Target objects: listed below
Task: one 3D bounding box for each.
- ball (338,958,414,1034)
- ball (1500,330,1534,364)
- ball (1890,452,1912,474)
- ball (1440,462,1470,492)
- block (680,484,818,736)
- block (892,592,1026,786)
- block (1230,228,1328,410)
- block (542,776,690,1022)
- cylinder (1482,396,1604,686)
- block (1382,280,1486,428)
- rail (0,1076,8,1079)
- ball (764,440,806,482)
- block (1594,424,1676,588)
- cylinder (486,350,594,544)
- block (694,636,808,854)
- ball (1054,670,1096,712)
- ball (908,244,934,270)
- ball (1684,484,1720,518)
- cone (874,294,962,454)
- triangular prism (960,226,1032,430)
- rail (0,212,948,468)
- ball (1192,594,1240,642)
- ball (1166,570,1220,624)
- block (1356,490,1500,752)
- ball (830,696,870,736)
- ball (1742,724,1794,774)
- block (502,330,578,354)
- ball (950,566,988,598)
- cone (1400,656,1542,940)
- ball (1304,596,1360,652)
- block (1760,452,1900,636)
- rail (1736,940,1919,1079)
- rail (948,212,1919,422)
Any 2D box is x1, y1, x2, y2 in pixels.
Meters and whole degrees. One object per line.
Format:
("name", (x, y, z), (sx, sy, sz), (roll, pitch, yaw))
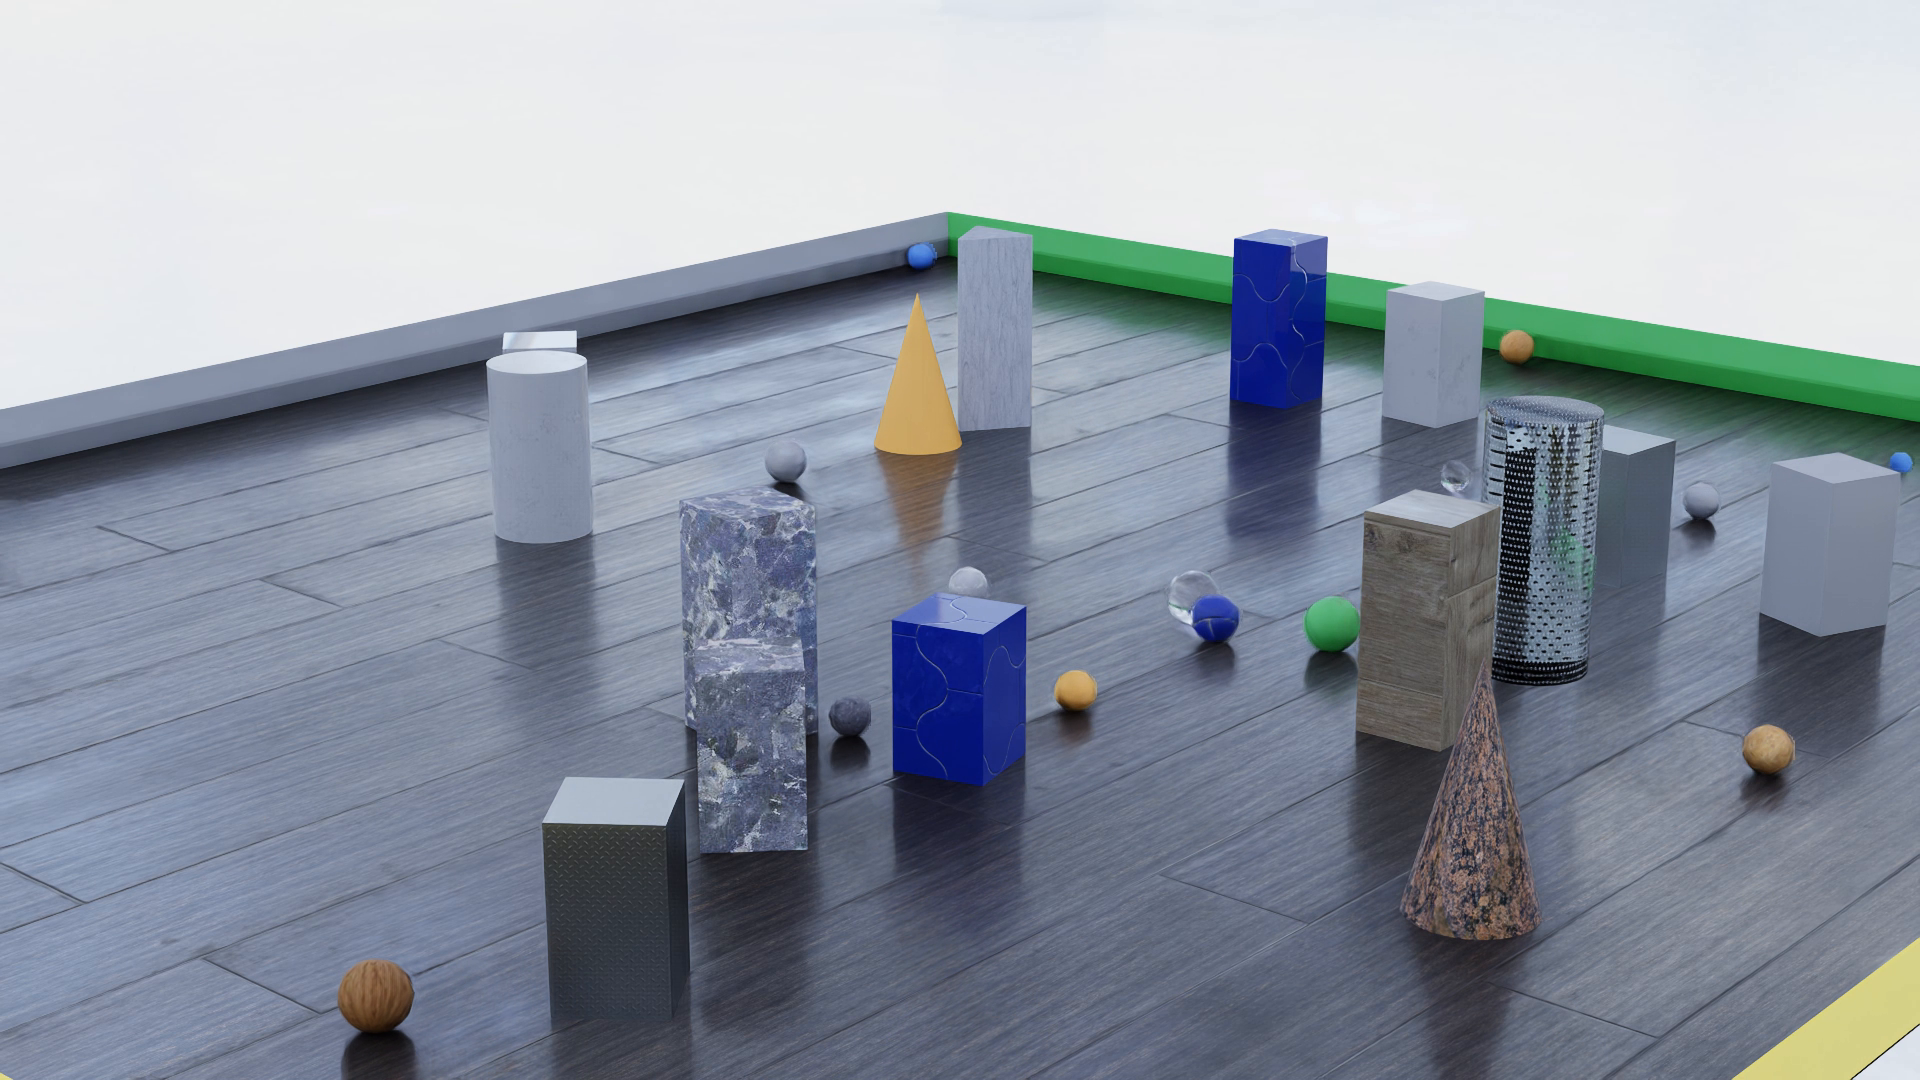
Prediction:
("ball", (-0.694, 0.542, 3.486), (0.088, 0.088, 0.088), (0, 17, 0))
("ball", (1.286, -0.444, 6.761), (0.079, 0.079, 0.079), (0, 17, 0))
("ball", (1.882, -0.155, 5.867), (0.043, 0.043, 0.043), (0, 17, 0))
("ball", (0.967, -0.123, 5.735), (0.058, 0.058, 0.058), (0, 17, 0))
("block", (-0.318, 0.116, 4.426), (0.147, 0.358, 0.147), (-12, 20, -34))
("block", (0.000, 0.217, 4.311), (0.147, 0.232, 0.147), (8, 19, 25))
("block", (0.697, -0.485, 6.414), (0.147, 0.358, 0.147), (13, 21, 37))
("block", (-0.415, 0.434, 3.558), (0.147, 0.253, 0.147), (1, 17, 3))
("cylinder", (0.923, 0.000, 4.687), (0.184, 0.430, 0.184), (0, 17, 0))
("block", (1.012, -0.398, 6.270), (0.147, 0.275, 0.147), (-15, 22, -41))
("rail", (-1.447, 0.513, 3.526), (3.966, 0.119, 0.045), (14, 22, 39))
("ball", (-0.345, -0.155, 5.799), (0.083, 0.083, 0.083), (0, 17, 0))
("block", (1.160, -0.061, 5.211), (0.147, 0.243, 0.147), (-16, 23, -41))
("cylinder", (-0.780, -0.174, 5.450), (0.184, 0.322, 0.184), (0, 17, 0))
("block", (-0.289, 0.282, 4.052), (0.147, 0.259, 0.147), (-1, 17, -5))
("ball", (0.178, 0.234, 4.546), (0.064, 0.064, 0.064), (0, 17, 0))
("ball", (-0.105, -0.752, 7.790), (0.071, 0.071, 0.071), (0, 17, 0))
("ball", (1.405, -0.074, 5.558), (0.067, 0.067, 0.067), (0, 17, 0))
("cone", (-0.087, -0.354, 6.047), (0.184, 0.319, 0.184), (0, 17, 0))
("triangular prism", (0.056, -0.452, 6.215), (0.159, 0.409, 0.138), (-5, 17, -15))
("rail", (-1.480, -0.342, 6.351), (0.045, 0.119, 4.461), (14, 22, 39))
("ball", (0.424, 0.129, 4.864), (0.080, 0.080, 0.080), (0, 17, 0))
("ball", (0.394, 0.097, 4.949), (0.092, 0.092, 0.092), (0, 17, 0))
("block", (0.706, 0.120, 4.431), (0.147, 0.349, 0.147), (13, 21, 37))
("ball", (-0.167, 0.267, 4.442), (0.061, 0.061, 0.061), (0, 17, 0))
("ball", (1.182, 0.307, 4.292), (0.072, 0.072, 0.072), (0, 17, 0))
("block", (-0.854, -0.295, 5.997), (0.147, 0.235, 0.147), (-2, 17, -7))
("ball", (0.014, 0.079, 5.055), (0.065, 0.065, 0.065), (0, 17, 0))
("cone", (0.667, 0.315, 3.780), (0.184, 0.353, 0.184), (0, 17, 0))
("ball", (0.612, 0.138, 4.815), (0.091, 0.091, 0.091), (0, 17, 0))
("block", (1.468, 0.006, 4.951), (0.147, 0.266, 0.147), (-8, 19, -25))
("rail", (1.480, 0.402, 3.892), (0.045, 0.119, 4.461), (14, 22, 39))
("rail", (1.447, -0.453, 6.716), (3.966, 0.119, 0.045), (14, 22, 39))
